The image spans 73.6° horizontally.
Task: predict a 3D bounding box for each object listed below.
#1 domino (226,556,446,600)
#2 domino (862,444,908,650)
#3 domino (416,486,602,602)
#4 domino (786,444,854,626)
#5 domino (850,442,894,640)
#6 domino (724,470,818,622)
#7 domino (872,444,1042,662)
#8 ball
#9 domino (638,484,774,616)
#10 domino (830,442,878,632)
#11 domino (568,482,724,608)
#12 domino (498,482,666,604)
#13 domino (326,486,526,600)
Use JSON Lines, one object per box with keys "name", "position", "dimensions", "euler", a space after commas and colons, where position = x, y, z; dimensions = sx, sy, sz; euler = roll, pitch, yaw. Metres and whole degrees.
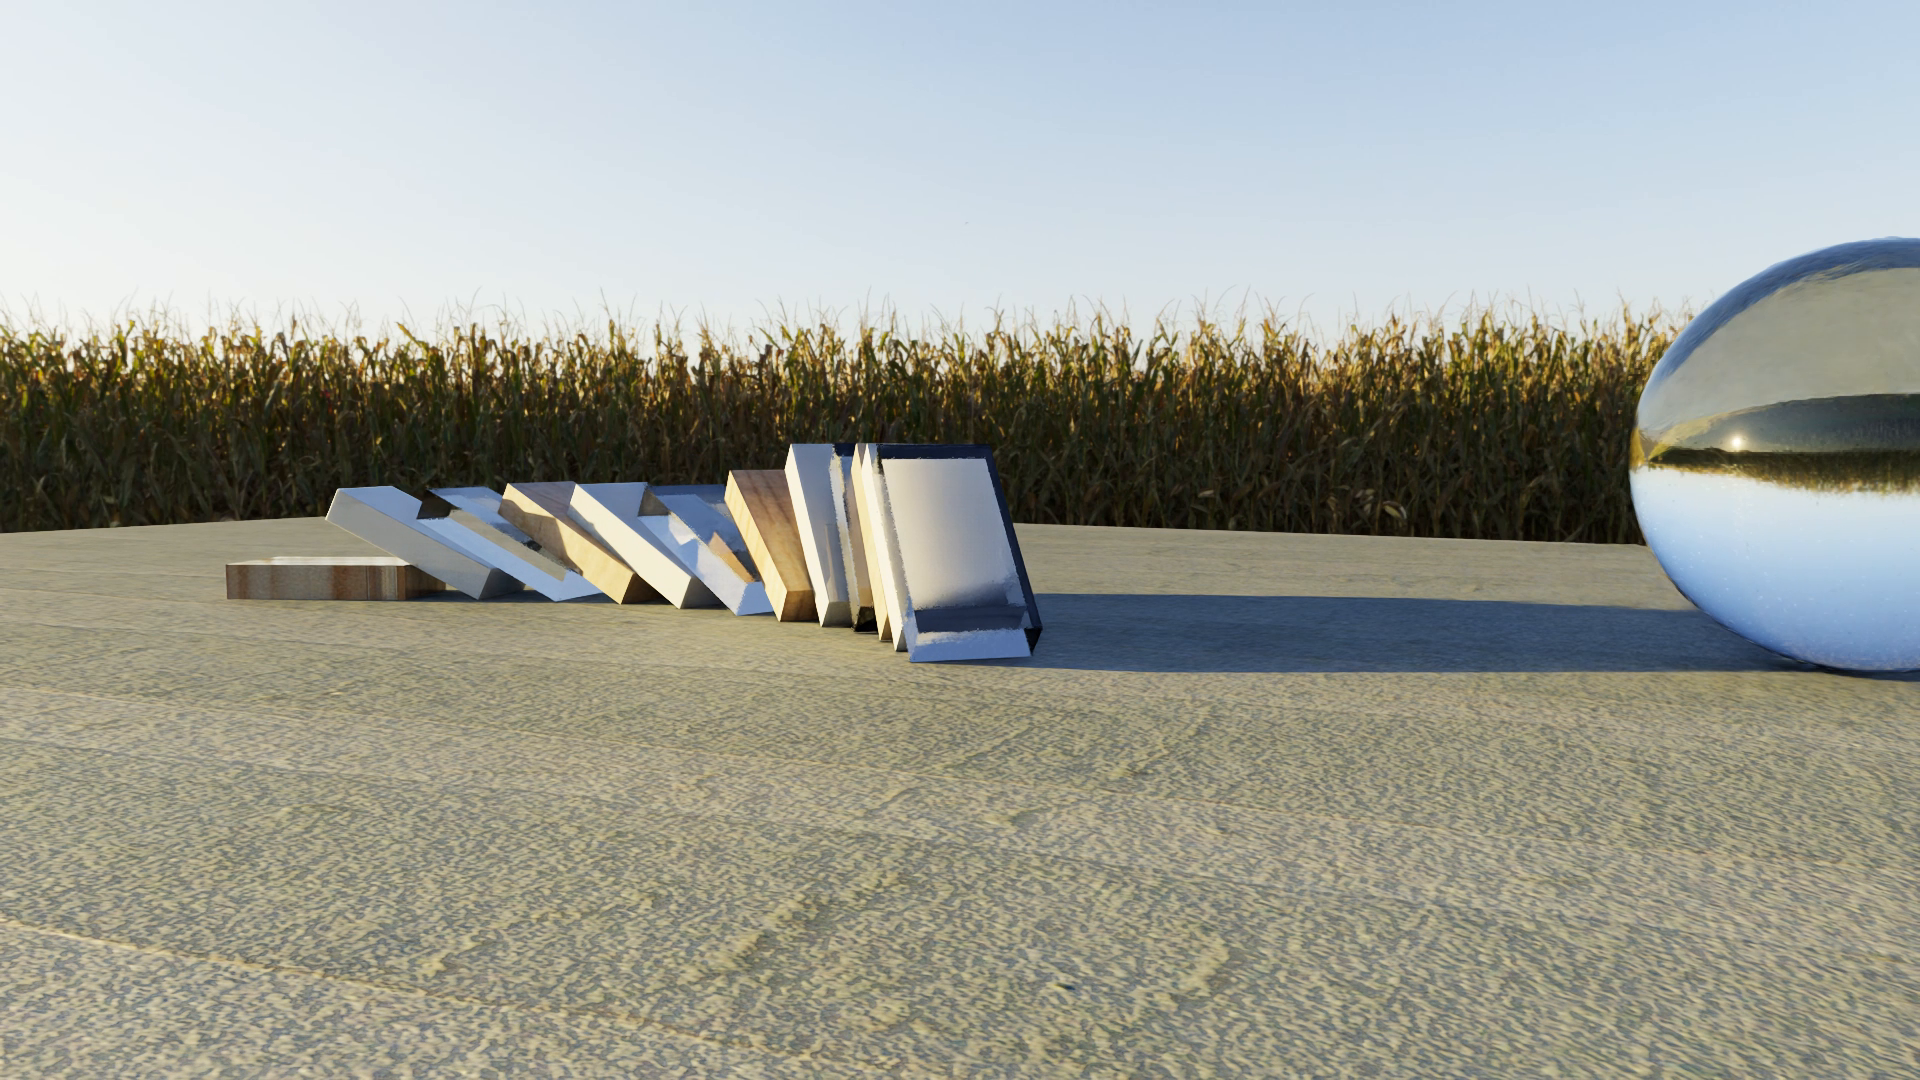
{"name": "domino", "position": [-0.176, 0.011, 0.363], "dimensions": [0.050, 0.010, 0.025], "euler": [0, 4, 3]}
{"name": "domino", "position": [-0.005, 0.000, 0.279], "dimensions": [0.025, 0.050, 0.010], "euler": [-1, -40, -16]}
{"name": "domino", "position": [-0.125, 0.000, 0.364], "dimensions": [0.050, 0.010, 0.025], "euler": [27, 12, 14]}
{"name": "domino", "position": [-0.026, -0.002, 0.315], "dimensions": [0.025, 0.050, 0.010], "euler": [-2, -40, -21]}
{"name": "domino", "position": [-0.009, -0.001, 0.292], "dimensions": [0.025, 0.050, 0.010], "euler": [-1, -40, -15]}
{"name": "domino", "position": [-0.041, 0.000, 0.328], "dimensions": [0.025, 0.010, 0.050], "euler": [-2, 39, -28]}
{"name": "domino", "position": [-0.002, 0.001, 0.266], "dimensions": [0.025, 0.050, 0.010], "euler": [-1, -40, -16]}
{"name": "ball", "position": [0.169, -0.015, 0.238], "dimensions": [0.080, 0.080, 0.080], "euler": [0, 4, 0]}
{"name": "domino", "position": [-0.061, 0.001, 0.340], "dimensions": [0.025, 0.009, 0.050], "euler": [-4, 33, -46]}
{"name": "domino", "position": [-0.015, -0.002, 0.303], "dimensions": [0.025, 0.050, 0.009], "euler": [0, -40, -15]}
{"name": "domino", "position": [-0.081, 0.001, 0.351], "dimensions": [0.050, 0.010, 0.025], "euler": [34, 22, 28]}
{"name": "domino", "position": [-0.102, 0.000, 0.360], "dimensions": [0.050, 0.009, 0.025], "euler": [32, 17, 22]}
{"name": "domino", "position": [-0.150, 0.000, 0.364], "dimensions": [0.050, 0.009, 0.025], "euler": [26, 8, 7]}
